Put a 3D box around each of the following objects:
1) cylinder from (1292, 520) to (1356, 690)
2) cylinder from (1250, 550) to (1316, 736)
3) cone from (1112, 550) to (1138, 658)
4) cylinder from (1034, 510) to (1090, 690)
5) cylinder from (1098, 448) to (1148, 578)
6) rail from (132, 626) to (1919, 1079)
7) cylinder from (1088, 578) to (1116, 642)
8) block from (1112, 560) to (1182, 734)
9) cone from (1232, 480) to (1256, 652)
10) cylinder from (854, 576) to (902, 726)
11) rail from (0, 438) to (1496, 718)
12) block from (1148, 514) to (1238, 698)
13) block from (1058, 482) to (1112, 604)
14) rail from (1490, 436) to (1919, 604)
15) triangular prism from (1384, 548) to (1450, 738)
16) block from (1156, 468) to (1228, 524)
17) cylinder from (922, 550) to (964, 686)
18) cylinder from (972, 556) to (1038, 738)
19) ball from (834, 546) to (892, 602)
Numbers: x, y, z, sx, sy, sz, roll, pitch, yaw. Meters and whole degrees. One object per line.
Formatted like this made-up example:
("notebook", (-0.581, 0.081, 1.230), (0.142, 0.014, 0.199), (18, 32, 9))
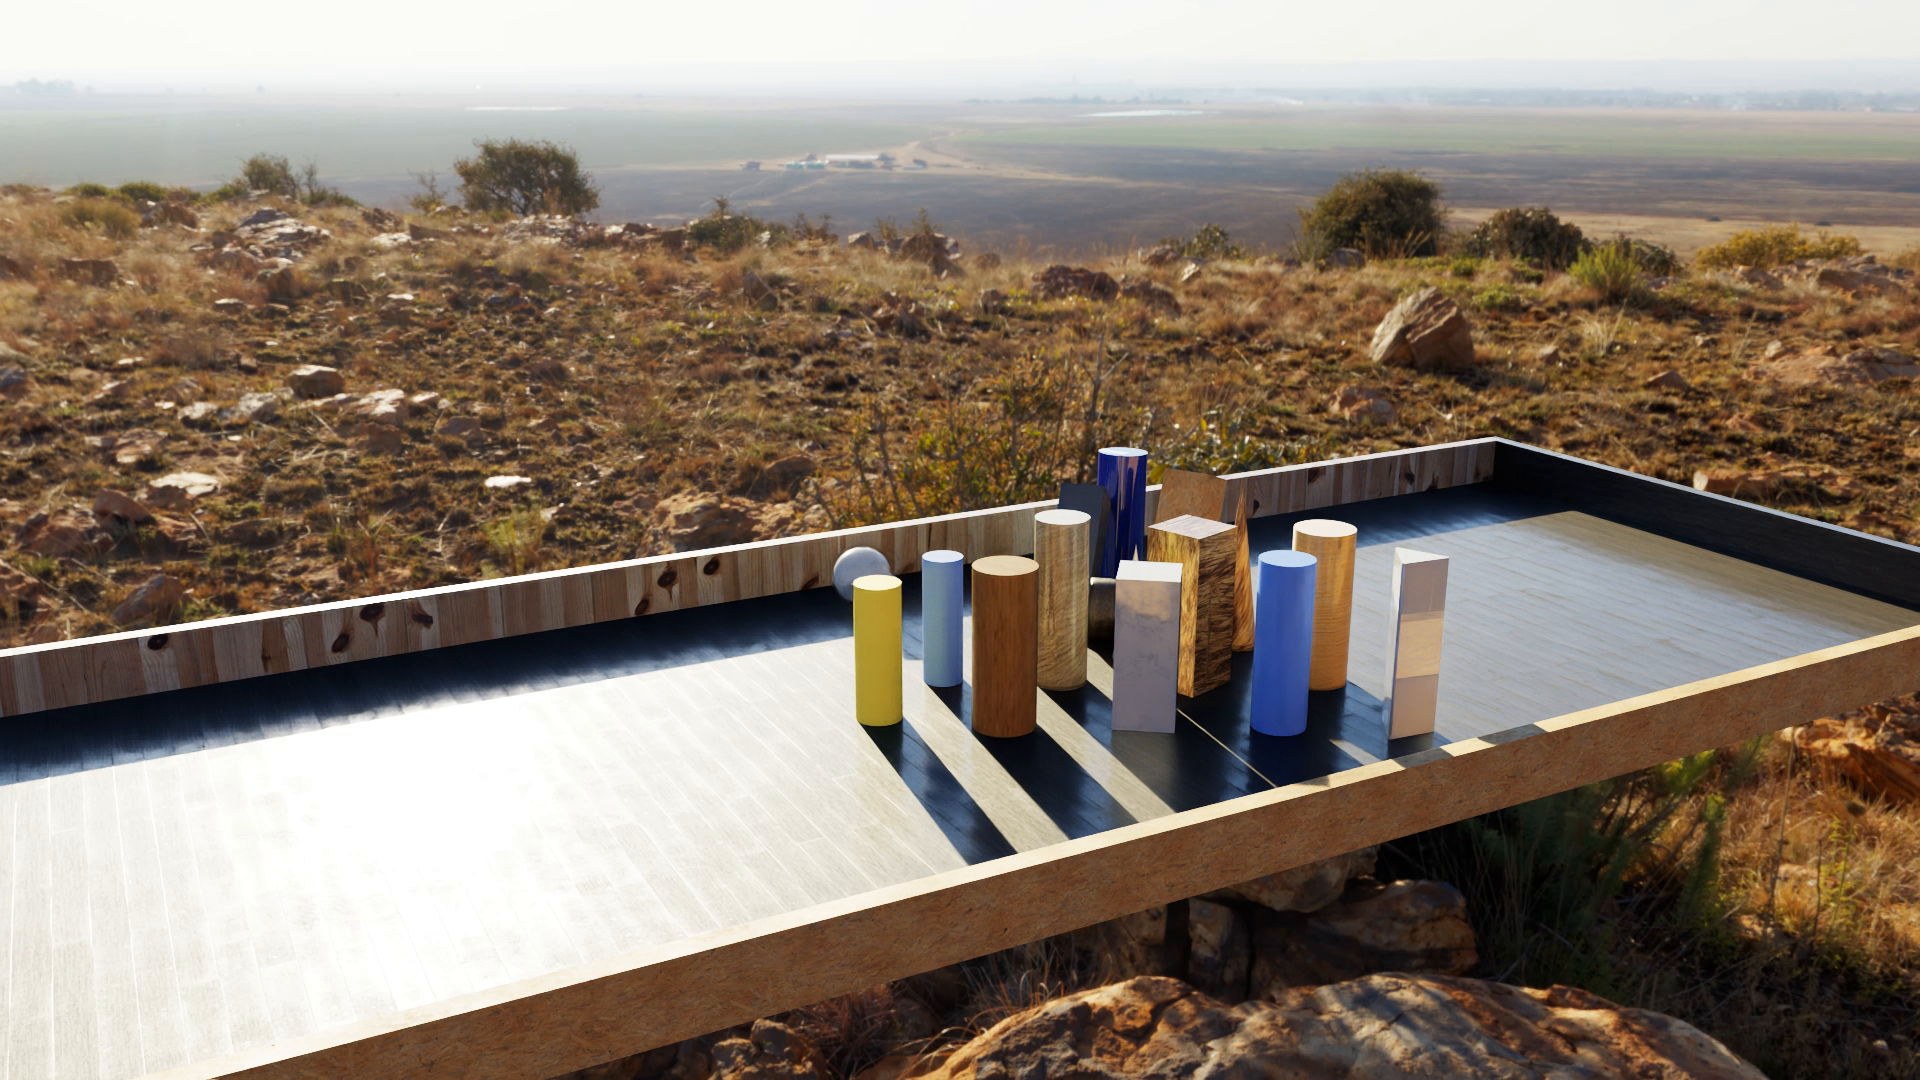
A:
("cylinder", (0.896, 0.161, 4.102), (0.152, 0.397, 0.152), (0, 16, 0))
("cylinder", (0.747, 0.238, 3.817), (0.130, 0.410, 0.130), (0, 16, 0))
("cone", (0.451, 0.160, 4.267), (0.105, 0.307, 0.105), (0, 16, 0))
("cylinder", (0.251, 0.149, 4.090), (0.136, 0.427, 0.136), (0, 16, 0))
("cylinder", (0.473, -0.067, 4.871), (0.144, 0.393, 0.144), (1, 13, 0))
("rail", (-2.336, 1.006, 1.665), (12.000, 0.150, 0.050), (-9, 18, -27))
("cylinder", (0.509, 0.191, 4.400), (0.323, 0.171, 0.171), (2, 17, 7))
("block", (0.438, 0.248, 3.856), (0.146, 0.368, 0.146), (3, 17, 9))
("cone", (0.735, 0.059, 4.343), (0.115, 0.457, 0.115), (0, 16, 0))
("cylinder", (-0.192, 0.260, 3.875), (0.113, 0.336, 0.113), (0, 16, 0))
("rail", (-3.305, 0.497, 3.399), (12.000, 0.150, 0.050), (-9, 18, -27))
("block", (0.570, 0.161, 4.089), (0.155, 0.405, 0.155), (15, 22, 42))
("block", (0.338, 0.016, 4.701), (0.127, 0.328, 0.127), (5, -20, 16))
("rail", (2.466, -0.048, 5.253), (0.050, 0.150, 2.100), (-9, 18, -27))
("triangular prism", (1.026, 0.234, 3.808), (0.126, 0.423, 0.109), (-7, 18, -22))
("block", (0.626, 0.005, 4.612), (0.133, 0.386, 0.133), (11, 1, 32))
("cylinder", (-0.043, 0.196, 4.112), (0.101, 0.325, 0.101), (0, 16, 0))
("cylinder", (0.104, 0.246, 3.823), (0.153, 0.392, 0.153), (0, 16, 0))
("ball", (-0.279, 0.101, 4.717), (0.165, 0.165, 0.165), (0, 16, 0))
